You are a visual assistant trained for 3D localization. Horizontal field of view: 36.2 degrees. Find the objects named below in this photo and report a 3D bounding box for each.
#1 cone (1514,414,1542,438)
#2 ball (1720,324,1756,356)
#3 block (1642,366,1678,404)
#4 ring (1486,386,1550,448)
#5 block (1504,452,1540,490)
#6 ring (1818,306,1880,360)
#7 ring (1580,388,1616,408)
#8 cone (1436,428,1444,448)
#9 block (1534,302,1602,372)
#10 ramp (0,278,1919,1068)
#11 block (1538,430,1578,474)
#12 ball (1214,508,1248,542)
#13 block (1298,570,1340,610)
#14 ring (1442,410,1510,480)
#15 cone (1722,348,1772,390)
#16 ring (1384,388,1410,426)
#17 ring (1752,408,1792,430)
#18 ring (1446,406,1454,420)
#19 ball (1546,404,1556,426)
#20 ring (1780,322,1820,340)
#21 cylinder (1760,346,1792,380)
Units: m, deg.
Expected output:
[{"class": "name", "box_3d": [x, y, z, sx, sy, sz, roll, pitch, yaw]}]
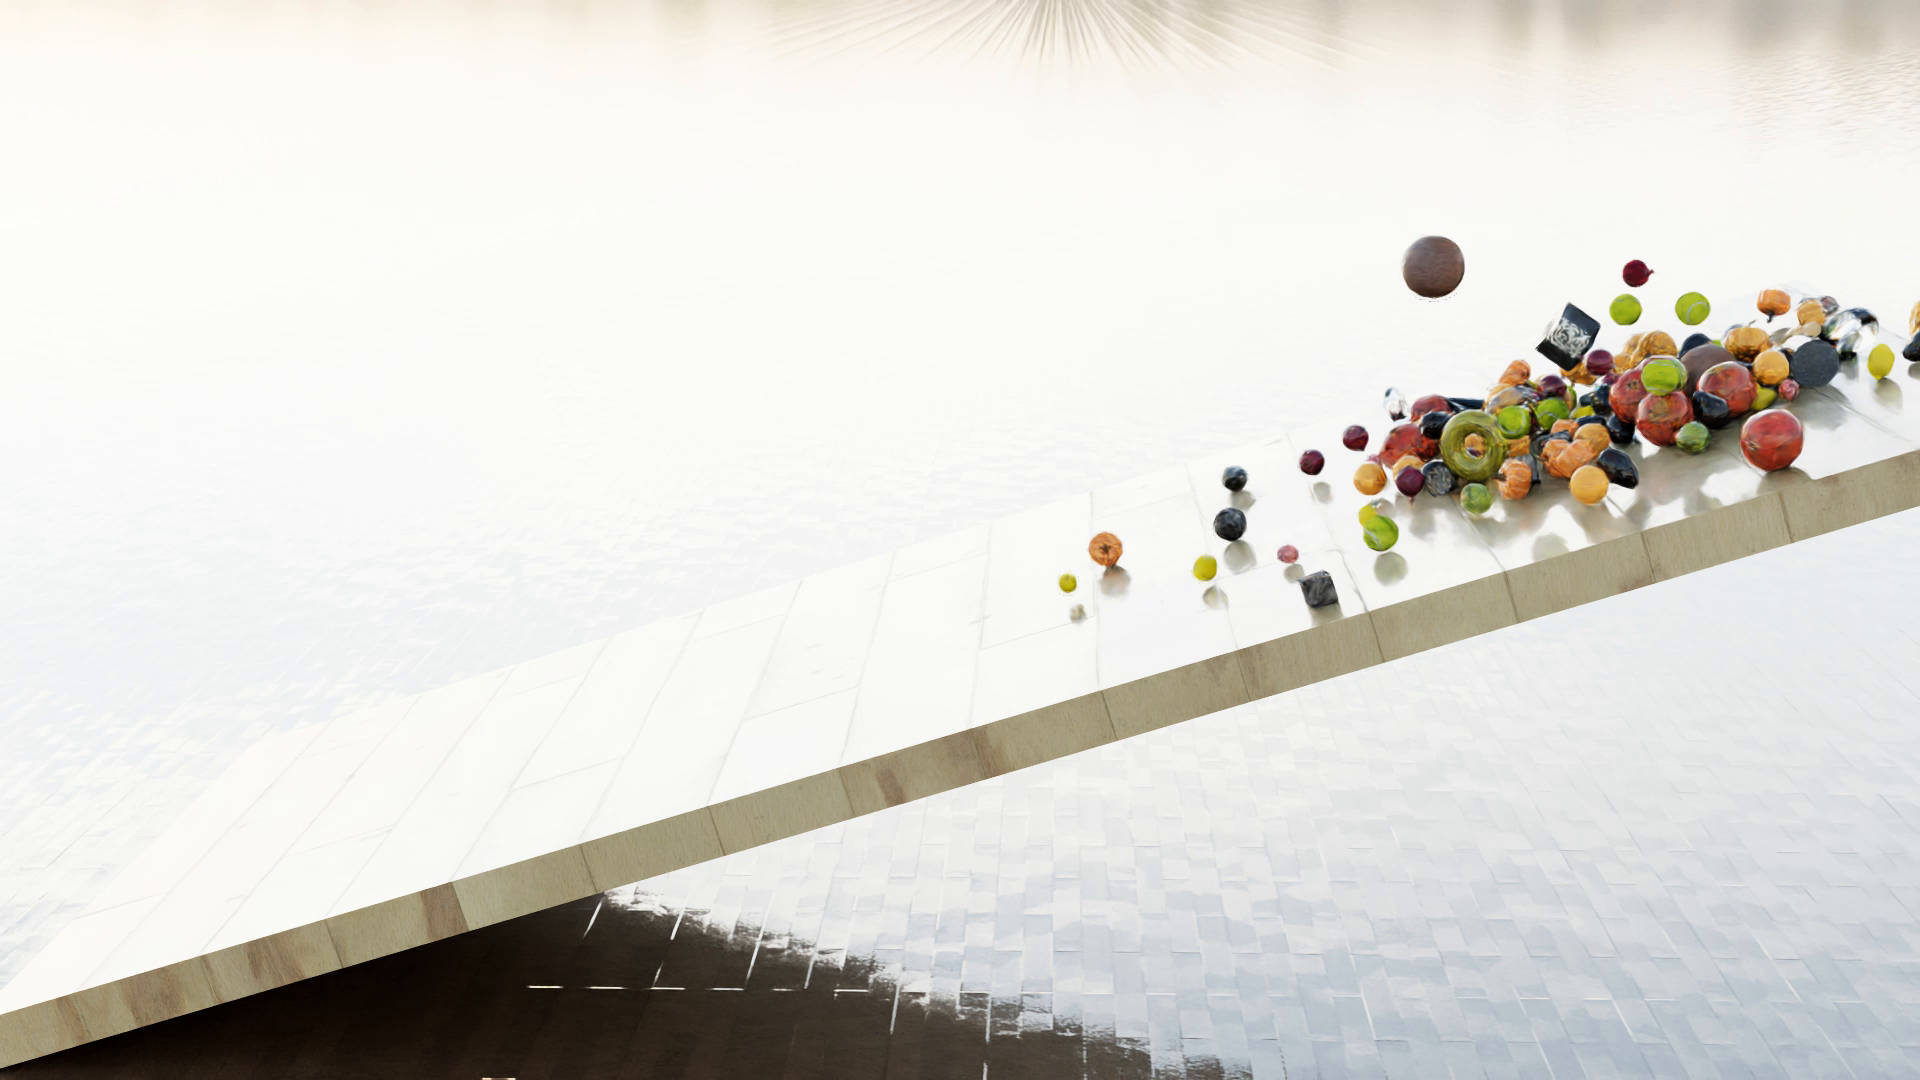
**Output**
[{"class": "cone", "box_3d": [1.222, -0.233, 6.273, 0.057, 0.057, 0.057, -9, 30, -38]}, {"class": "ball", "box_3d": [1.634, -0.420, 6.180, 0.070, 0.070, 0.070, 0, 11, 0]}, {"class": "block", "box_3d": [1.489, -0.331, 6.251, 0.058, 0.058, 0.058, -14, 11, 21]}, {"class": "ring", "box_3d": [1.170, -0.258, 6.182, 0.139, 0.139, 0.046, -1, 28, -3]}, {"class": "block", "box_3d": [1.112, -0.136, 5.813, 0.054, 0.054, 0.054, -15, -11, 15]}, {"class": "ring", "box_3d": [1.817, -0.421, 6.029, 0.143, 0.143, 0.048, -5, 50, -23]}, {"class": "ring", "box_3d": [1.385, -0.308, 6.392, 0.080, 0.027, 0.080, -16, 11, 3]}, {"class": "cone", "box_3d": [1.075, -0.211, 6.403, 0.057, 0.057, 0.057, -4, 33, -19]}, {"class": "block", "box_3d": [1.336, -0.446, 6.461, 0.091, 0.091, 0.091, 34, 48, -2]}, {"class": "ramp", "box_3d": [0.097, 0.184, 6.314, 4.000, 0.100, 2.000, -17, 10, 5]}, {"class": "block", "box_3d": [1.201, -0.179, 5.910, 0.064, 0.064, 0.064, -16, 10, 9]}, {"class": "ball", "box_3d": [0.569, -0.033, 6.185, 0.071, 0.071, 0.071, 0, 11, 0]}, {"class": "block", "box_3d": [0.659, 0.092, 5.411, 0.053, 0.053, 0.053, -21, 12, -2]}, {"class": "ring", "box_3d": [1.051, -0.193, 6.001, 0.148, 0.148, 0.049, 7, 17, 31]}, {"class": "cone", "box_3d": [1.637, -0.345, 6.088, 0.088, 0.088, 0.088, 14, 17, 31]}, {"class": "ring", "box_3d": [0.936, -0.286, 6.305, 0.030, 0.089, 0.089, -24, 0, 27]}, {"class": "ring", "box_3d": [1.570, -0.234, 5.685, 0.080, 0.027, 0.080, -18, 8, 3]}, {"class": "ring", "box_3d": [1.119, -0.277, 6.532, 0.083, 0.083, 0.028, 5, 52, 25]}, {"class": "ball", "box_3d": [1.254, -0.270, 6.333, 0.054, 0.054, 0.054, 0, 11, 0]}, {"class": "ring", "box_3d": [1.718, -0.417, 6.014, 0.089, 0.030, 0.089, -29, 2, 1]}, {"class": "cylinder", "box_3d": [1.693, -0.364, 6.060, 0.064, 0.064, 0.064, -2, 10, -12]}]
